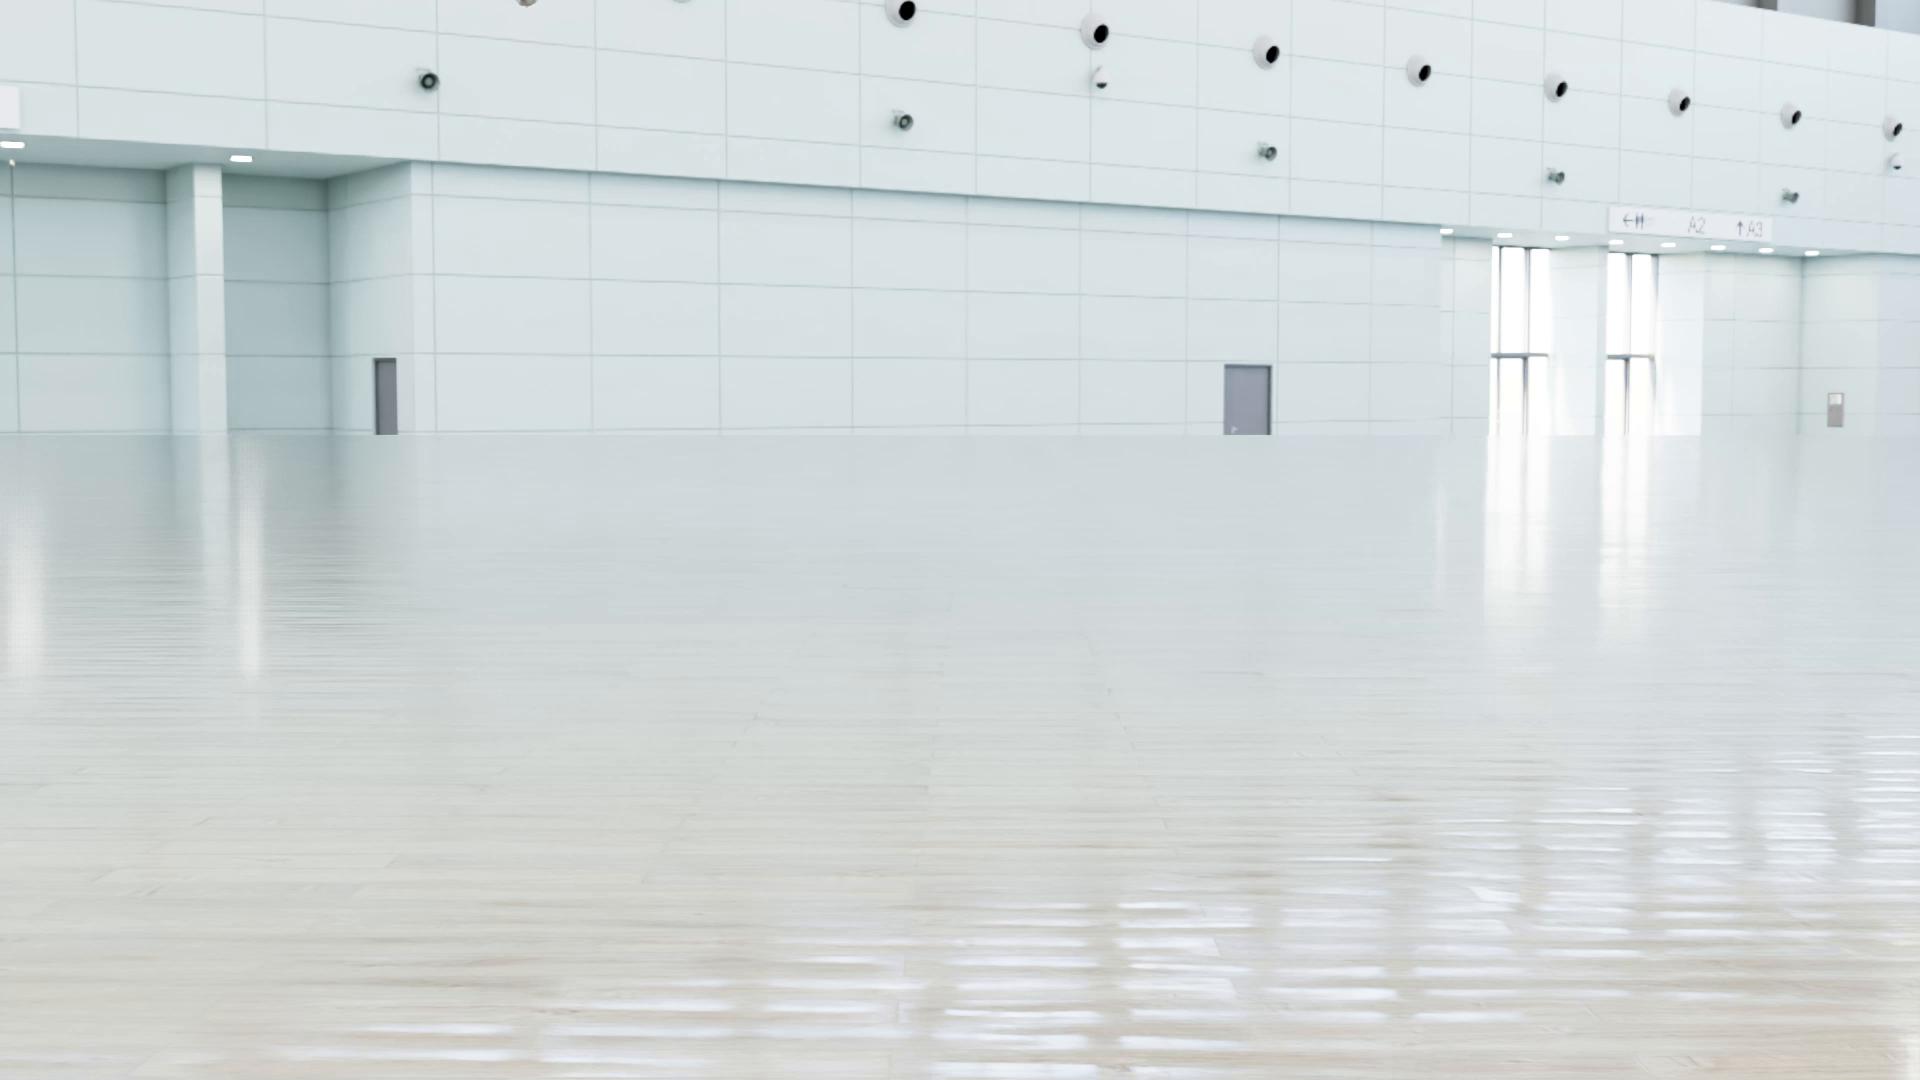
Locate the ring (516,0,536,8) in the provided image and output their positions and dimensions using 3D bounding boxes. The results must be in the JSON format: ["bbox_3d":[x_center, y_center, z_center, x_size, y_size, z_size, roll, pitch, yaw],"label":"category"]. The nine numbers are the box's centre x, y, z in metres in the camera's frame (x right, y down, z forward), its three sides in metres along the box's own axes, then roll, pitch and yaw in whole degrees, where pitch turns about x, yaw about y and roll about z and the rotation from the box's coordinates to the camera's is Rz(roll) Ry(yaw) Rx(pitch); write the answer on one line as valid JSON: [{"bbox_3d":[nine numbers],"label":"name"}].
[{"bbox_3d":[-1.632,-2.095,8.350,0.078,0.150,0.094,35,-1,5],"label":"ring"}]
